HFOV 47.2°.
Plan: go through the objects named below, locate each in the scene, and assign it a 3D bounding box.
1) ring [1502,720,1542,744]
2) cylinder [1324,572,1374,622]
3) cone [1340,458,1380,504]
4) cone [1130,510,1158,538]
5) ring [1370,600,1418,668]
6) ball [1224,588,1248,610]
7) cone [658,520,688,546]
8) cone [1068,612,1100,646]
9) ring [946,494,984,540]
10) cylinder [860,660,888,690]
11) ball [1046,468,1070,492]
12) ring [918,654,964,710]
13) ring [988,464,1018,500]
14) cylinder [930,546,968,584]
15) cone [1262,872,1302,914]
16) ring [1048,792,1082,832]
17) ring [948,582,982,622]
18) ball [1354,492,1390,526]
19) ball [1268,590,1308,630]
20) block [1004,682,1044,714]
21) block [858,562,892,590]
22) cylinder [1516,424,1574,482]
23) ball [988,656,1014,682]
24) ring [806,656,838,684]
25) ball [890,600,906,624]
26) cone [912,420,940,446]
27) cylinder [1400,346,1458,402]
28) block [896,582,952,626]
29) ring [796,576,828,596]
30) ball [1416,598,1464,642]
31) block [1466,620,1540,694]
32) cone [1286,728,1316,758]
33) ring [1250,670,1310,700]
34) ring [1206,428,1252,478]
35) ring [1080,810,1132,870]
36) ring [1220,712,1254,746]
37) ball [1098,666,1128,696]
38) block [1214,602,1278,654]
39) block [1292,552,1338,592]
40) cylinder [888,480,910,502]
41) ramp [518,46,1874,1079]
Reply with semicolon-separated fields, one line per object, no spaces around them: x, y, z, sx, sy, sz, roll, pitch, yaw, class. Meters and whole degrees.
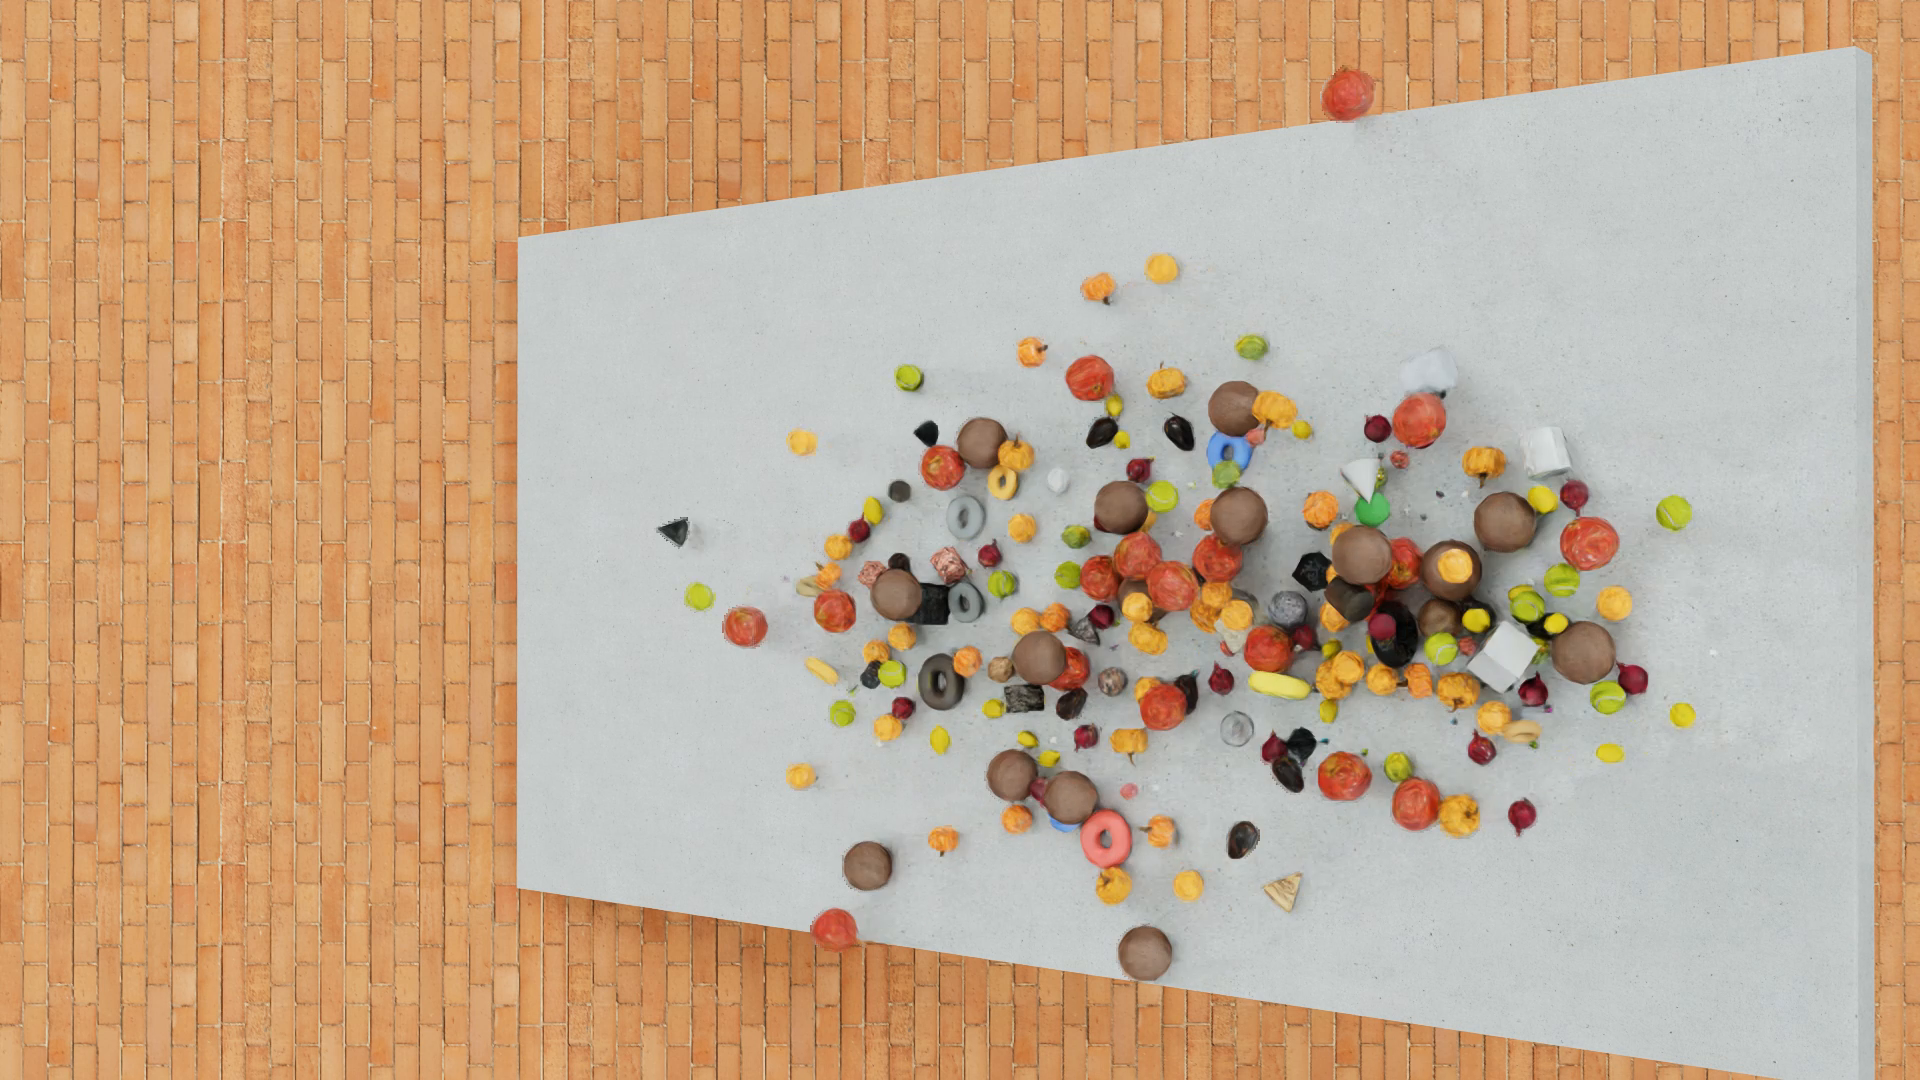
1.170;0.399;4.582;0.081;0.081;0.027;0;61;0;ring
0.837;0.123;4.724;0.077;0.077;0.077;-15;127;-21;cylinder
0.869;-0.115;4.719;0.089;0.089;0.089;-11;65;0;cone
0.438;-0.029;5.253;0.063;0.063;0.063;1;126;0;cone
0.939;0.205;4.758;0.049;0.147;0.147;-7;90;43;ring
0.637;0.138;5.069;0.055;0.055;0.055;0;90;0;ball
-0.820;-0.027;6.208;0.078;0.078;0.078;10;90;-25;cone
0.316;0.231;5.347;0.079;0.079;0.079;-43;91;0;cone
0.012;-0.058;5.600;0.116;0.039;0.116;-2;87;40;ring
-0.224;0.350;5.714;0.053;0.053;0.053;12;127;17;cylinder
0.240;-0.148;5.396;0.062;0.062;0.062;0;90;0;ball
-0.048;0.365;5.640;0.148;0.049;0.148;-3;86;43;ring
0.108;-0.147;5.526;0.092;0.031;0.092;0;91;41;ring
-0.027;0.064;5.610;0.070;0.070;0.070;-35;64;0;cylinder
0.745;0.783;4.979;0.090;0.090;0.090;43;94;0;cone
0.259;0.668;5.391;0.097;0.032;0.097;-9;76;41;ring
0.013;0.158;5.594;0.109;0.036;0.109;12;108;40;ring
0.898;-0.067;4.785;0.077;0.077;0.077;0;90;0;ball
0.741;0.157;4.961;0.088;0.088;0.088;0;90;0;ball
0.160;0.393;5.455;0.068;0.068;0.068;-10;83;39;block
-0.224;0.094;5.785;0.054;0.054;0.054;37;113;34;block
1.213;-0.180;4.567;0.090;0.090;0.090;-17;70;0;cylinder
0.101;0.324;5.505;0.067;0.067;0.067;0;90;0;ball
-0.369;0.348;5.861;0.101;0.101;0.034;37;77;0;ring
-0.149;0.185;5.715;0.065;0.065;0.065;0;90;0;ball
-0.101;-0.276;5.676;0.067;0.067;0.067;0;90;40;cone
1.001;-0.355;4.691;0.093;0.093;0.093;-22;90;30;cylinder
-0.094;0.163;5.649;0.097;0.097;0.097;8;95;39;block
-0.395;0.123;5.884;0.090;0.090;0.030;-10;116;0;ring
1.030;0.171;4.715;0.097;0.097;0.097;0;90;0;ball
1.119;0.241;4.535;0.092;0.092;0.092;38;64;7;block
0.754;0.461;4.960;0.071;0.071;0.071;0;90;40;cone
0.715;0.326;4.927;0.138;0.138;0.046;14;80;0;ring
0.623;-0.203;5.094;0.116;0.039;0.116;1;91;40;ring
0.352;0.722;5.305;0.143;0.048;0.143;-4;84;41;ring
0.638;0.437;5.073;0.083;0.028;0.083;-11;67;27;ring
0.367;0.340;5.282;0.071;0.071;0.071;0;90;0;ball
0.654;0.200;5.036;0.084;0.084;0.084;-48;62;29;block
0.796;0.071;4.929;0.060;0.060;0.060;45;126;31;block
-0.158;-0.127;5.714;0.057;0.057;0.057;0;94;-6;cylinder
0.210;0.061;5.525;4.000;0.100;2.000;0;90;40;ramp
